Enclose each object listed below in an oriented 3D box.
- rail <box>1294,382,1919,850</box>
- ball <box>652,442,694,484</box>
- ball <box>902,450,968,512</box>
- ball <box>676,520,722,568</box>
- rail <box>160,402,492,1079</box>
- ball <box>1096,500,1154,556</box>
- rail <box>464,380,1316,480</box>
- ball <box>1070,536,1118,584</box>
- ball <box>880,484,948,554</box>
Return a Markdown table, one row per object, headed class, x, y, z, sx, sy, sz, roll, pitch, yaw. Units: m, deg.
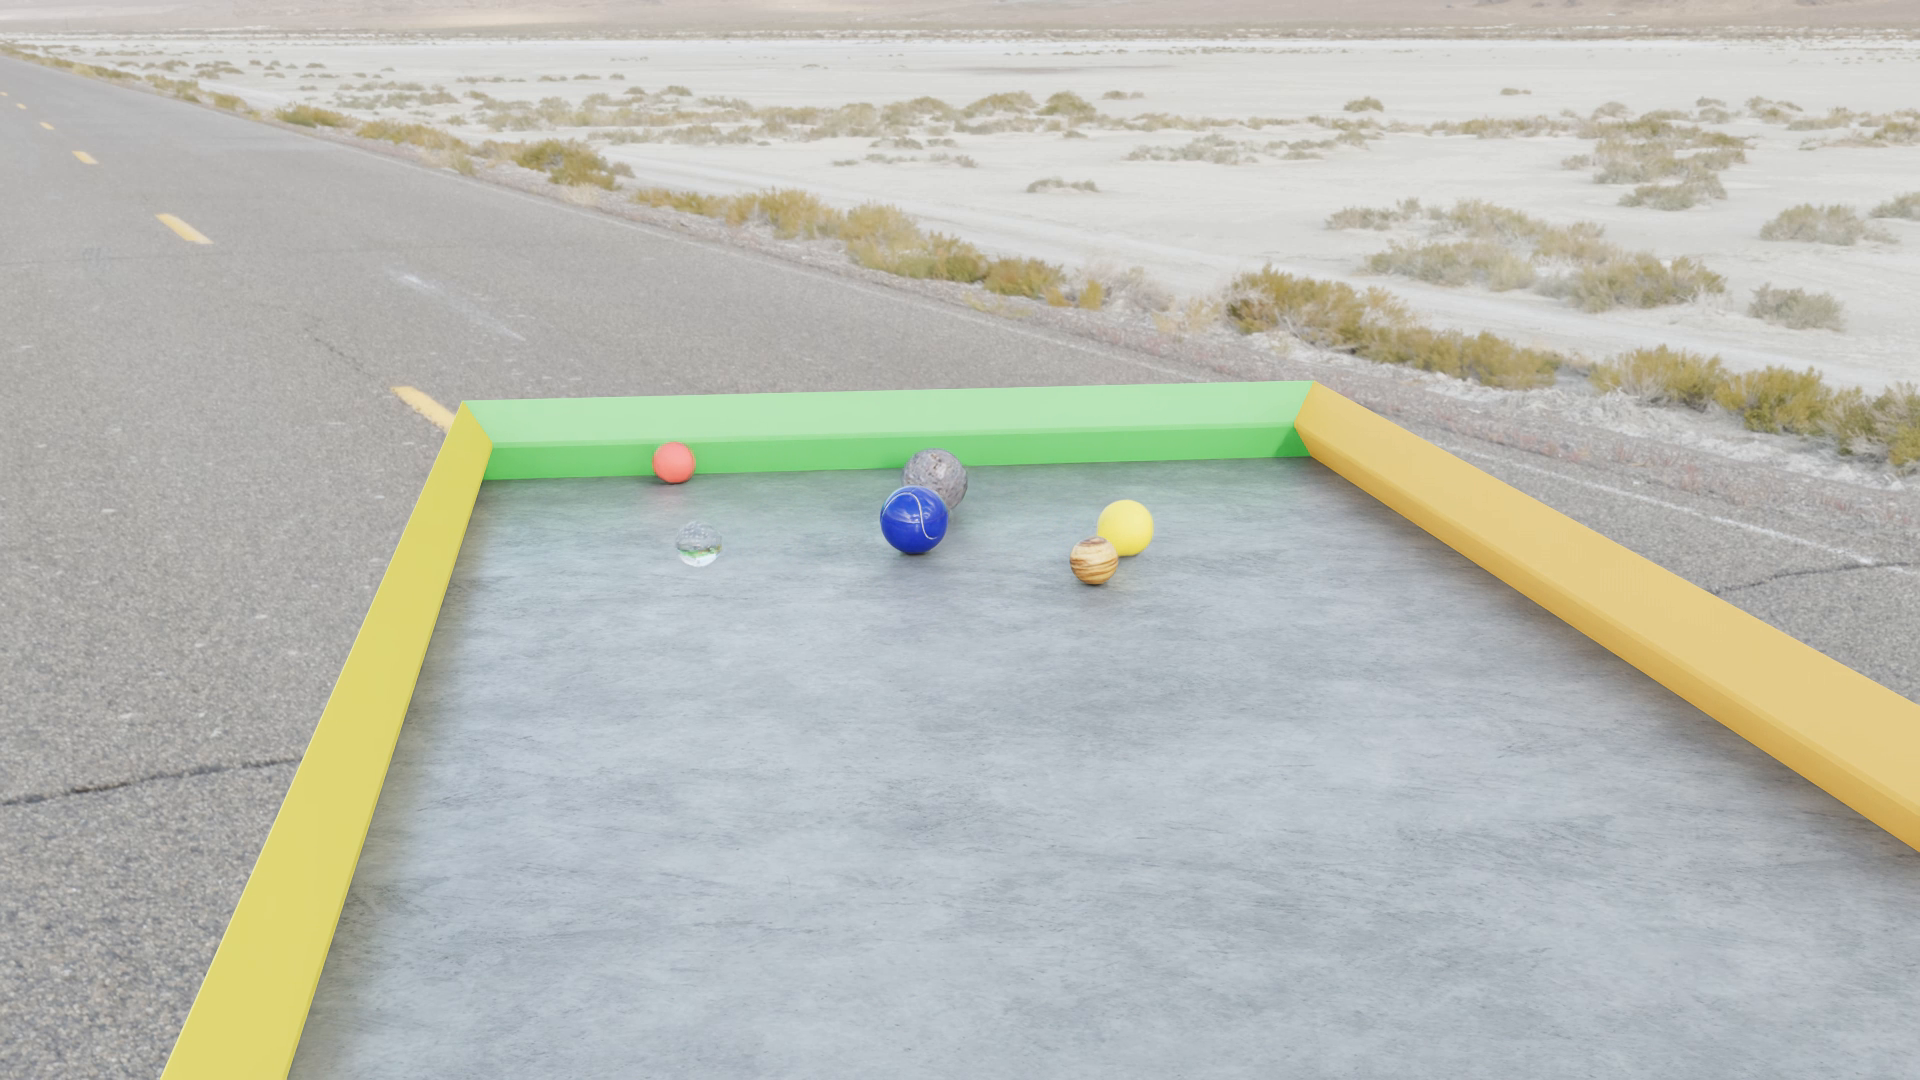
| class | x | y | z | sx | sy | sz | roll | pitch | yaw |
| --- | --- | --- | --- | --- | --- | --- | --- | --- | --- |
| rail | 0.725 | 0.106 | 2.242 | 0.045 | 0.120 | 2.605 | -2 | 14 | -8 |
| ball | -0.431 | -0.116 | 3.302 | 0.063 | 0.063 | 0.063 | 0 | 13 | 0 |
| ball | -0.036 | -0.082 | 3.092 | 0.092 | 0.092 | 0.092 | 0 | 13 | 0 |
| ball | -0.333 | 0.005 | 2.801 | 0.059 | 0.059 | 0.059 | 0 | 13 | 0 |
| rail | -0.539 | 0.148 | 2.065 | 0.045 | 0.120 | 2.605 | -2 | 14 | -8 |
| ball | 0.214 | -0.015 | 2.856 | 0.074 | 0.074 | 0.074 | 0 | 13 | 0 |
| rail | -0.089 | -0.167 | 3.384 | 1.325 | 0.120 | 0.045 | -2 | 14 | -8 |
| ball | 0.165 | 0.025 | 2.714 | 0.060 | 0.060 | 0.060 | 0 | 13 | 0 |
| ball | -0.060 | -0.027 | 2.867 | 0.090 | 0.090 | 0.090 | 0 | 13 | 0 |
